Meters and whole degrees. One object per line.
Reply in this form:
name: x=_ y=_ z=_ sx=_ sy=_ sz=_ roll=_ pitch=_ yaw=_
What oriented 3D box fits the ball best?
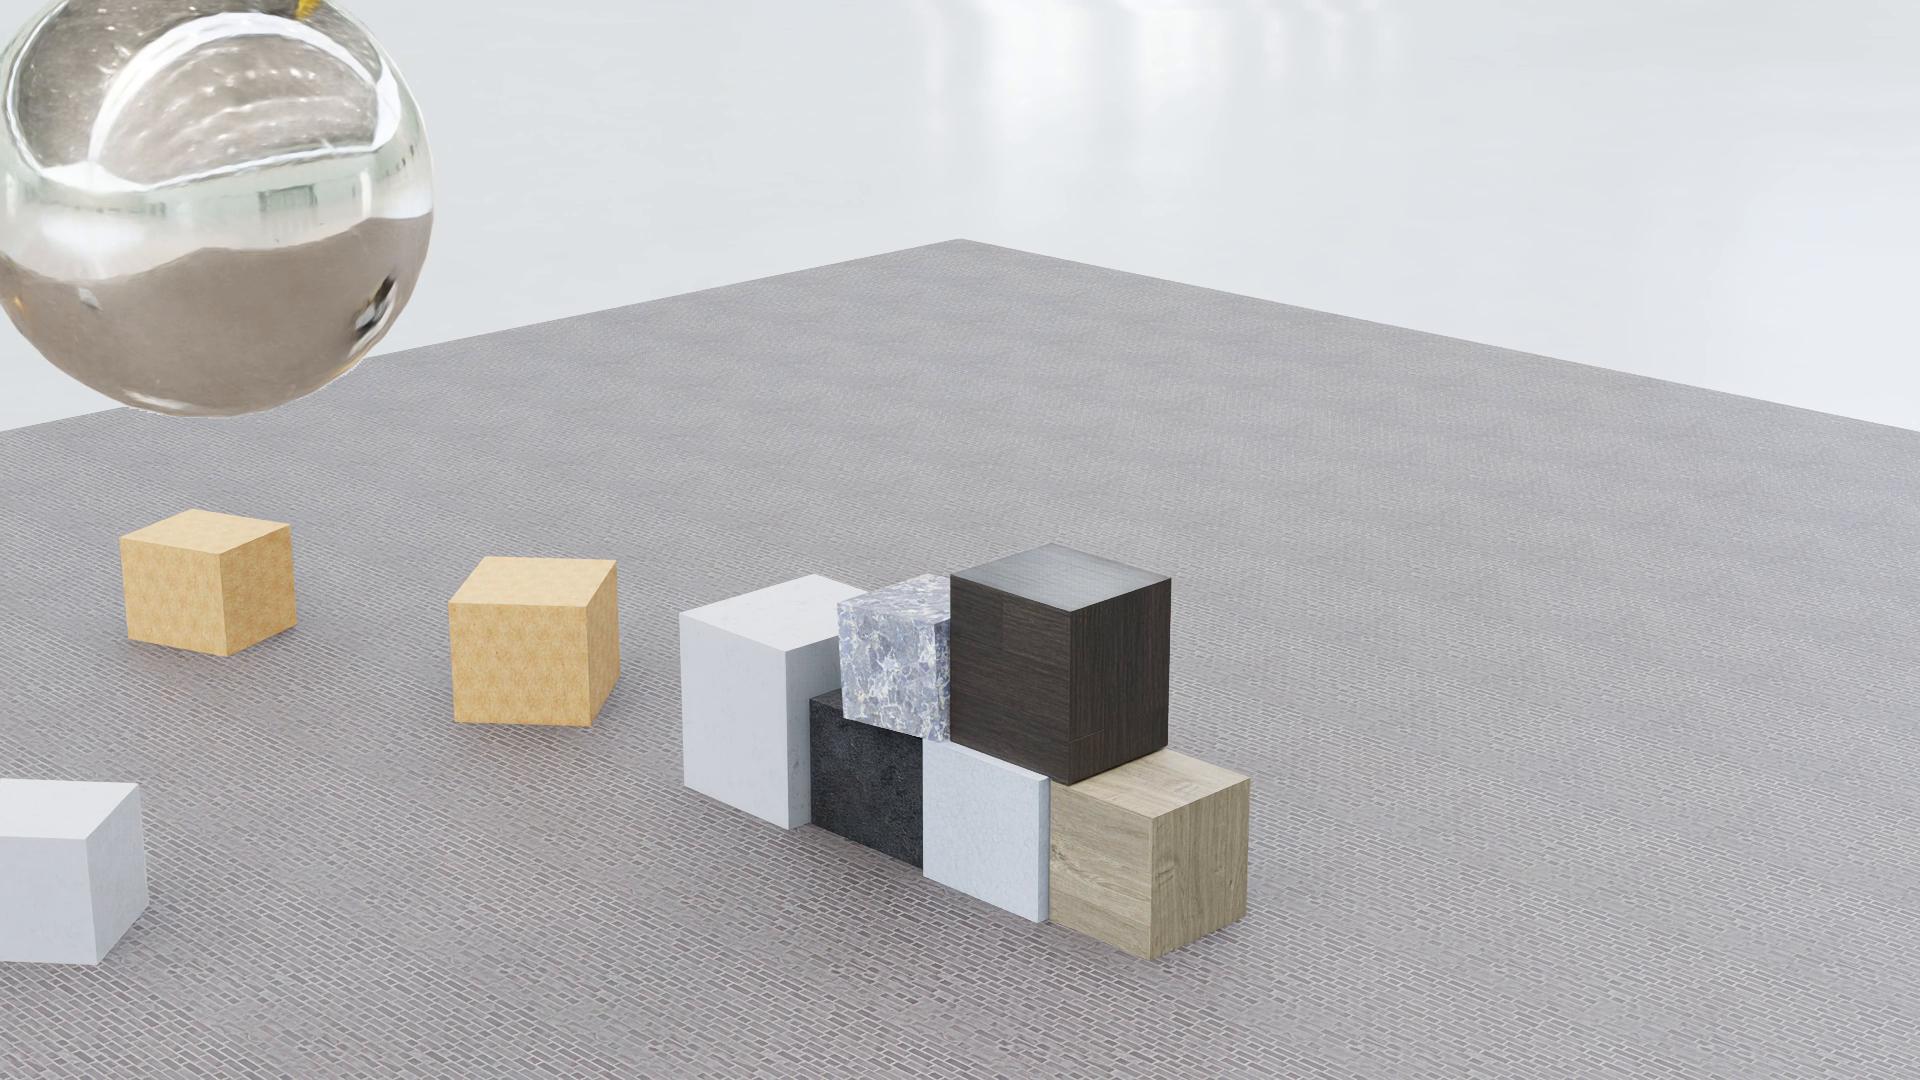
ball: x=-2.631 y=-1.226 z=10.198 sx=1.600 sy=1.600 sz=1.600 roll=0 pitch=17 yaw=0

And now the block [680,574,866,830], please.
block: x=-0.776 y=0.776 z=14.374 sx=0.875 sy=0.901 sz=0.779 roll=-16 pitch=24 yaw=-42

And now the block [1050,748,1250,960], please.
block: x=0.833 y=1.361 z=12.911 sx=0.645 sy=0.662 sz=0.594 roll=-17 pitch=24 yaw=-42

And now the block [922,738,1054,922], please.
block: x=0.364 y=1.212 z=13.364 sx=0.722 sy=0.675 sz=0.784 roll=17 pitch=24 yaw=42

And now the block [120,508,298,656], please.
block: x=-4.250 y=0.234 z=16.601 sx=0.701 sy=0.599 sz=0.617 roll=8 pitch=19 yaw=25

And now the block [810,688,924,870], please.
block: x=-0.188 y=1.067 z=13.886 sx=0.674 sy=0.639 sz=0.805 roll=-17 pitch=24 yaw=-42

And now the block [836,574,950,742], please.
block: x=-0.123 y=0.534 z=13.520 sx=0.617 sy=0.554 sz=0.599 roll=11 pitch=20 yaw=42

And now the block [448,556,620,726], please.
block: x=-2.246 y=0.529 z=15.563 sx=0.721 sy=0.658 sz=0.783 roll=2 pitch=18 yaw=5

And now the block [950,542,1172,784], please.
block: x=0.445 y=0.537 z=13.065 sx=0.655 sy=0.792 sz=0.726 roll=-17 pitch=24 yaw=-42

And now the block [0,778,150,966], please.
block: x=-3.977 y=1.440 z=12.790 sx=0.630 sy=0.584 sz=0.623 roll=2 pitch=18 yaw=5
